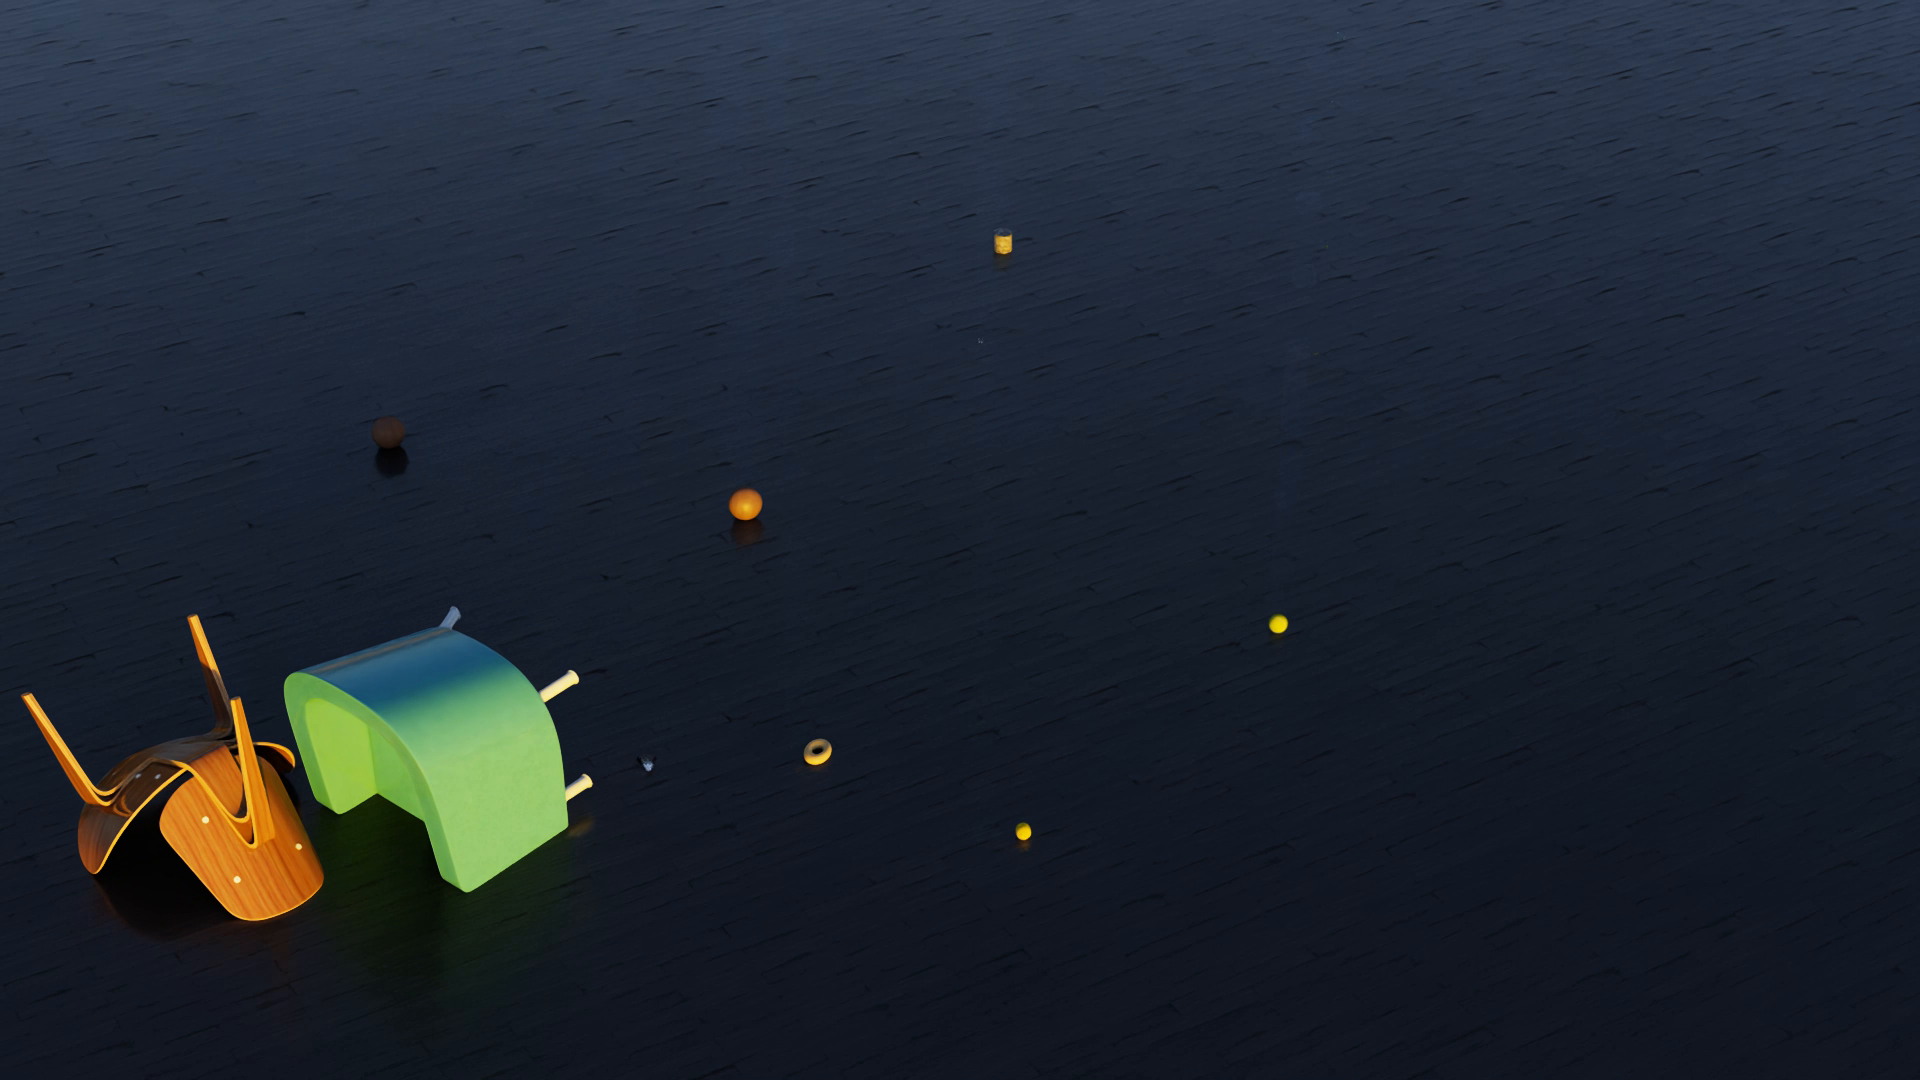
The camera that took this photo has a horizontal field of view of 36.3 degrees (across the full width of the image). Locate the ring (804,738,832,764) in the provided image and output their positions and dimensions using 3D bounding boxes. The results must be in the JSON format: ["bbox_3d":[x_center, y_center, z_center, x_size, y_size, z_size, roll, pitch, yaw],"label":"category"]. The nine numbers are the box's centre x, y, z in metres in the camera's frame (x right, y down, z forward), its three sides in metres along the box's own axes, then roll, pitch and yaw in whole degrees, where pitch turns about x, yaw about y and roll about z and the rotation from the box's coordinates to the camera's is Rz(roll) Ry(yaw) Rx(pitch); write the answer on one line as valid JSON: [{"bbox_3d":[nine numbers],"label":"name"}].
[{"bbox_3d":[-0.478,0.710,9.838,0.093,0.032,0.131,7,33,12],"label":"ring"}]

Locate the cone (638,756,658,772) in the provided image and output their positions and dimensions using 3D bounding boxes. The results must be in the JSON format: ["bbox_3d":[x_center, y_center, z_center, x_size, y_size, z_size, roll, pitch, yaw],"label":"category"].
[{"bbox_3d":[-1.041,0.752,9.783,0.068,0.050,0.047,-1,64,-16],"label":"cone"}]

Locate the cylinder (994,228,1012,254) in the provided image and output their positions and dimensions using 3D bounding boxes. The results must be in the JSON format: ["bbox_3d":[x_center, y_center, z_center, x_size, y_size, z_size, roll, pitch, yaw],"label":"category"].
[{"bbox_3d":[0.188,-1.314,12.864,0.080,0.082,0.090,-3,34,-5],"label":"cylinder"}]
